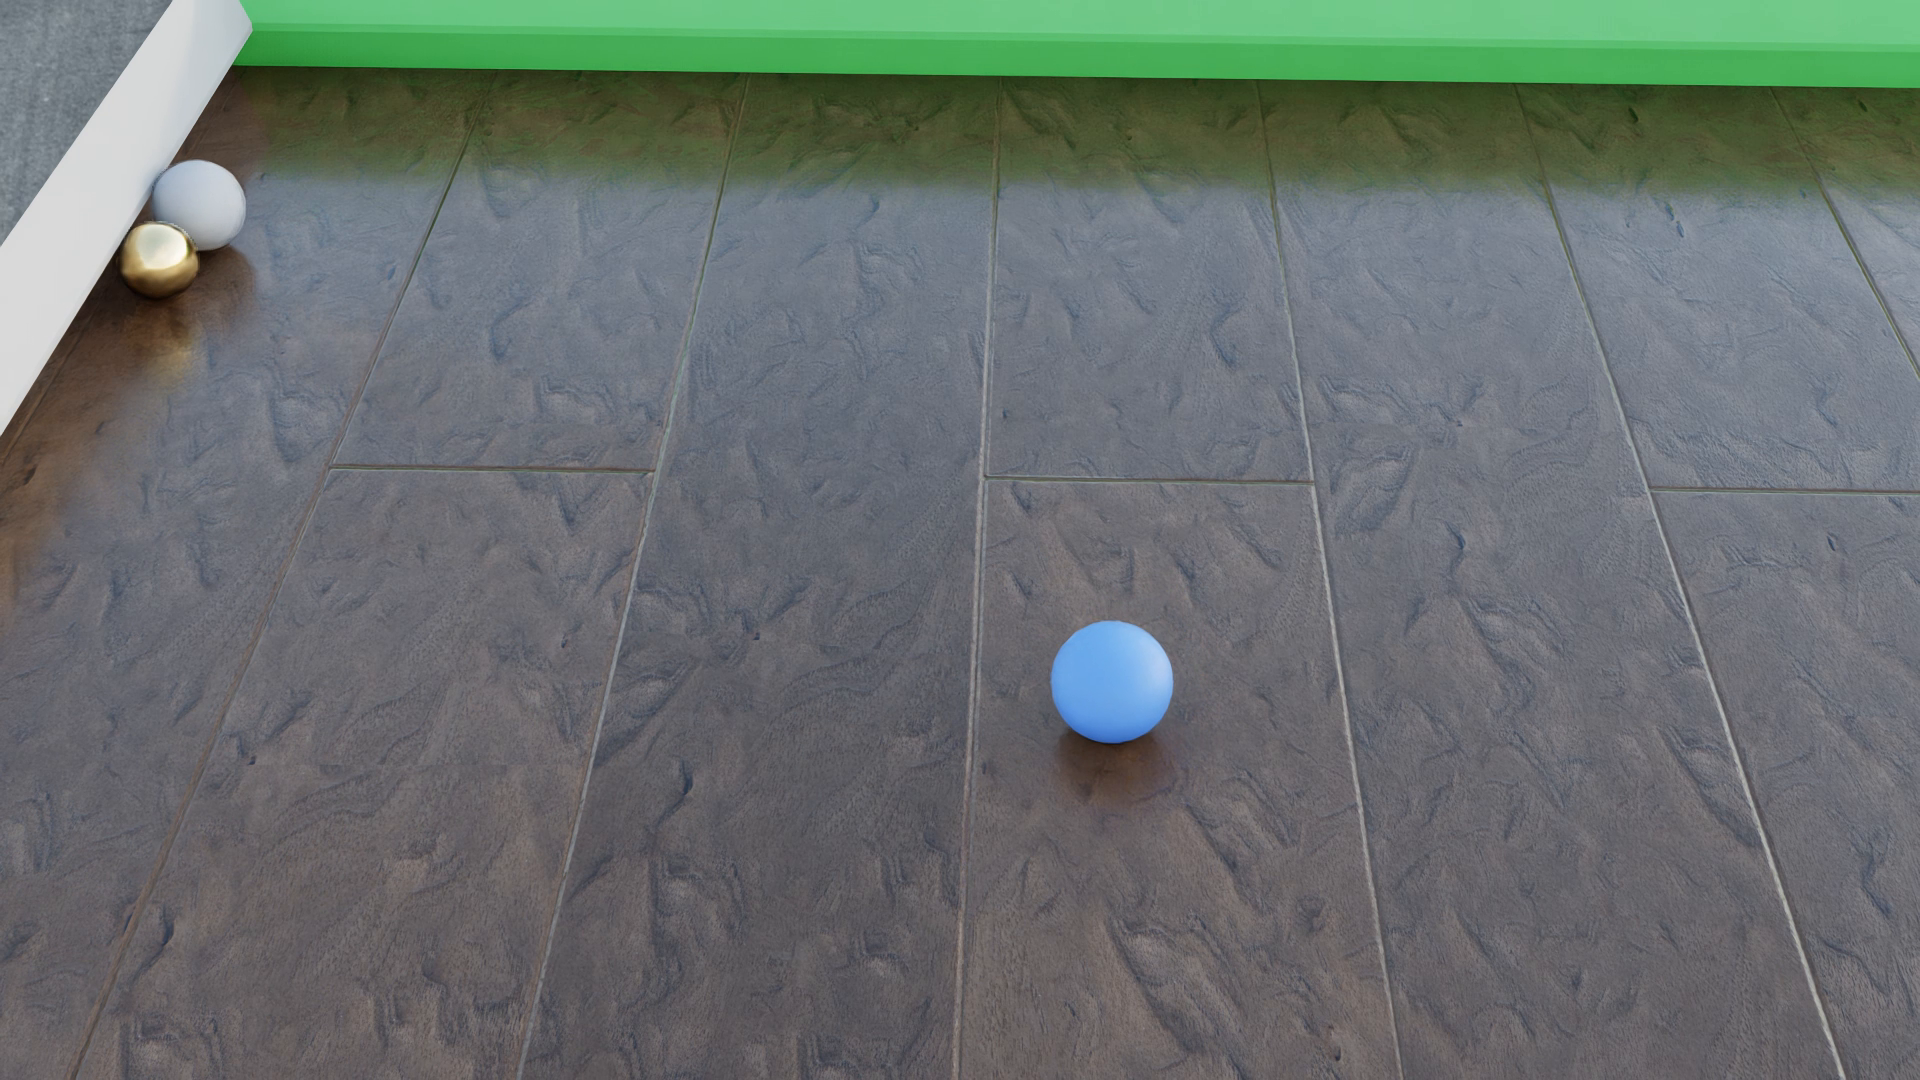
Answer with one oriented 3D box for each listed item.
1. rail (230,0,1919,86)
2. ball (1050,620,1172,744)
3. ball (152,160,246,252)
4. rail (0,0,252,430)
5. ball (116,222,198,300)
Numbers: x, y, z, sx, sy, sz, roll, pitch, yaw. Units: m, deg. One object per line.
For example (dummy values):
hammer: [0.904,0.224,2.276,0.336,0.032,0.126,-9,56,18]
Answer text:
rail: [0.780,-0.482,2.455,3.018,0.120,0.045,1,35,1]
ball: [0.099,0.093,1.675,0.080,0.080,0.080,0,35,0]
ball: [-0.658,-0.289,2.219,0.078,0.078,0.078,0,35,0]
rail: [-0.730,-0.029,1.811,0.045,0.120,1.716,1,35,1]
ball: [-0.673,-0.234,2.152,0.065,0.065,0.065,0,35,0]
